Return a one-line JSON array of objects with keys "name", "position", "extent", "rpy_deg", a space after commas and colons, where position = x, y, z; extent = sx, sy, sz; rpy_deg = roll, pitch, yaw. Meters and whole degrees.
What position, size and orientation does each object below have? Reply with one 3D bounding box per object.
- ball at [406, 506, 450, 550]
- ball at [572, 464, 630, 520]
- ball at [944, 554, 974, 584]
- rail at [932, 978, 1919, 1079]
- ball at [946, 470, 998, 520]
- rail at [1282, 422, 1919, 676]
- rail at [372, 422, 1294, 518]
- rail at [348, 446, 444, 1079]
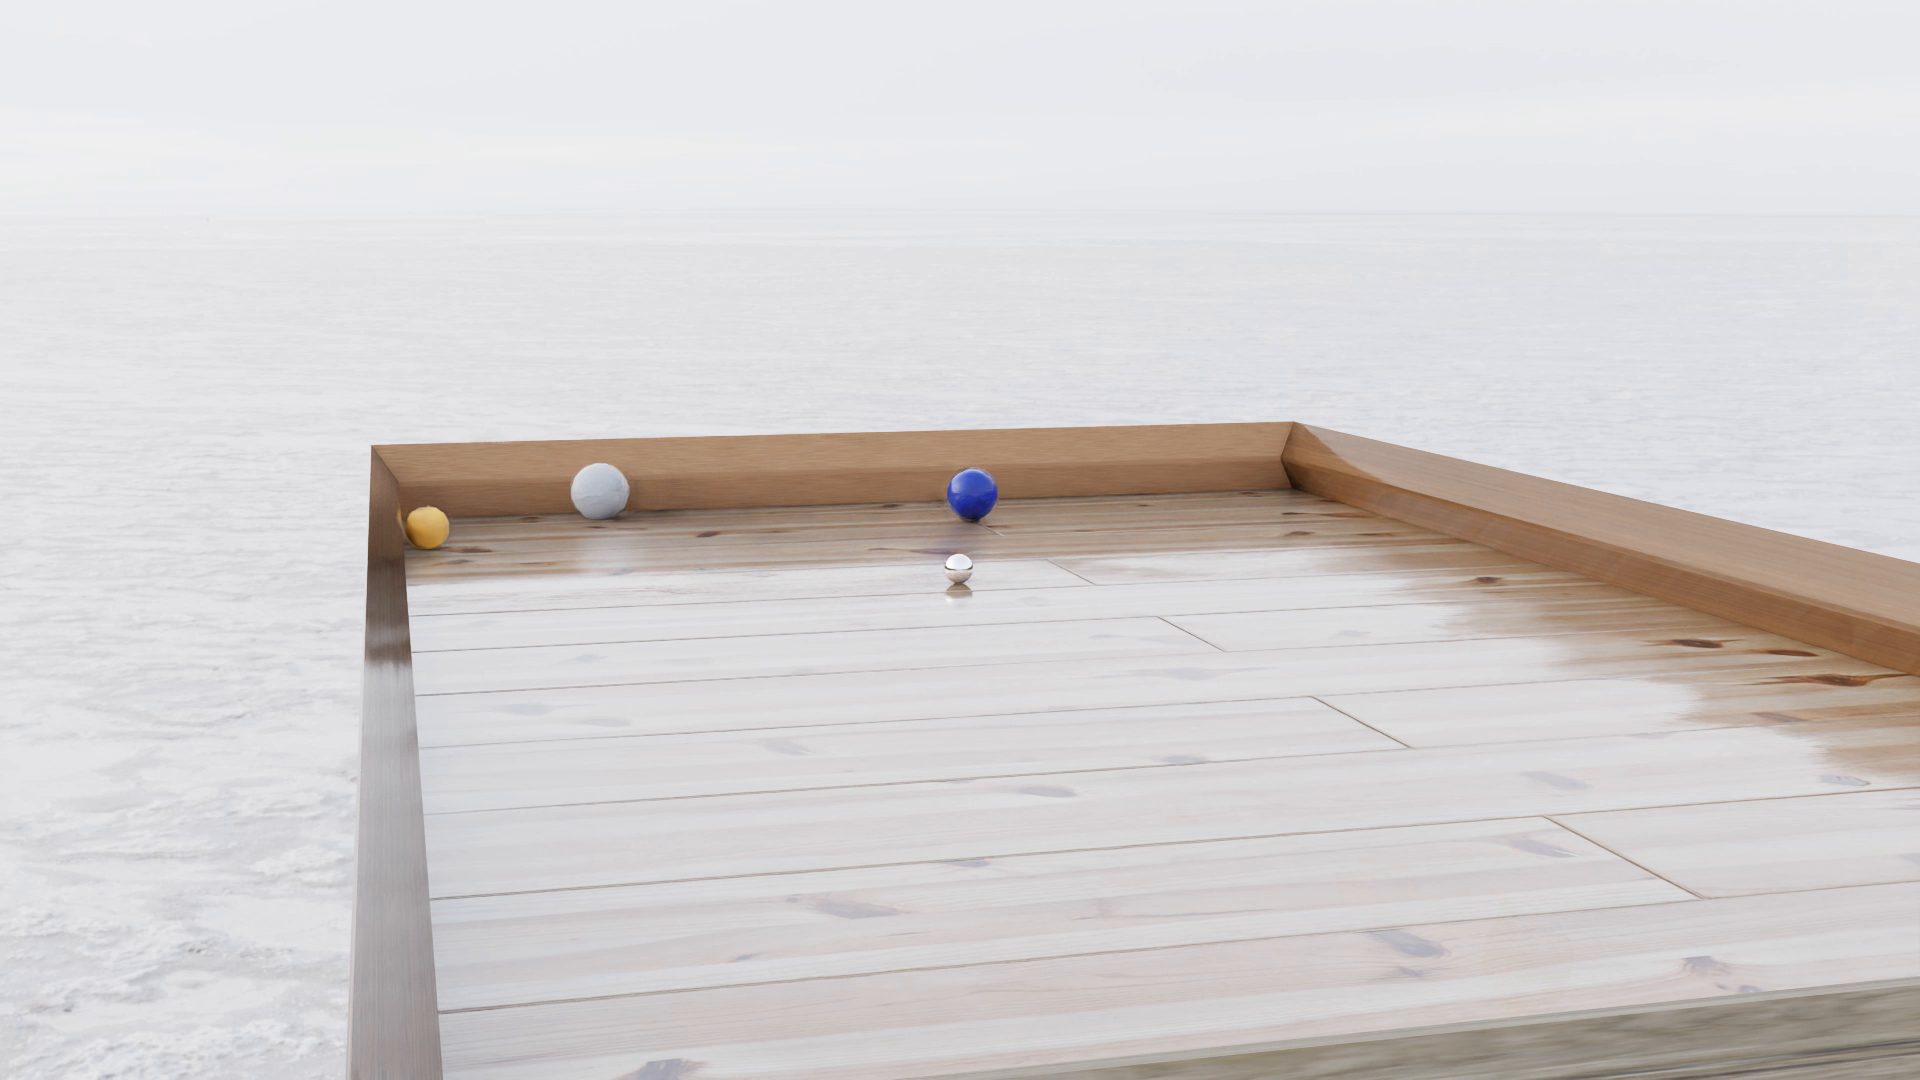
[{"name": "ball", "position": [-0.838, -0.019, 3.460], "extent": [0.068, 0.068, 0.068], "rpy_deg": [0, 8, 0]}, {"name": "ball", "position": [-0.620, -0.083, 3.790], "extent": [0.098, 0.098, 0.098], "rpy_deg": [0, 8, 0]}, {"name": "ball", "position": [-0.002, 0.041, 3.144], "extent": [0.042, 0.042, 0.042], "rpy_deg": [0, 8, 0]}, {"name": "rail", "position": [0.557, 0.286, 1.193], "extent": [1.714, 0.128, 0.045], "rpy_deg": [-2, 9, -14]}, {"name": "ball", "position": [0.021, -0.078, 3.792], "extent": [0.087, 0.087, 0.087], "rpy_deg": [0, 8, 0]}, {"name": "rail", "position": [0.994, 0.048, 2.800], "extent": [0.045, 0.128, 2.969], "rpy_deg": [-2, 9, -14]}, {"name": "rail", "position": [-0.182, -0.129, 3.989], "extent": [1.714, 0.128, 0.045], "rpy_deg": [-2, 9, -14]}, {"name": "rail", "position": [-0.618, 0.110, 2.383], "extent": [0.045, 0.128, 2.969], "rpy_deg": [-2, 9, -14]}]
